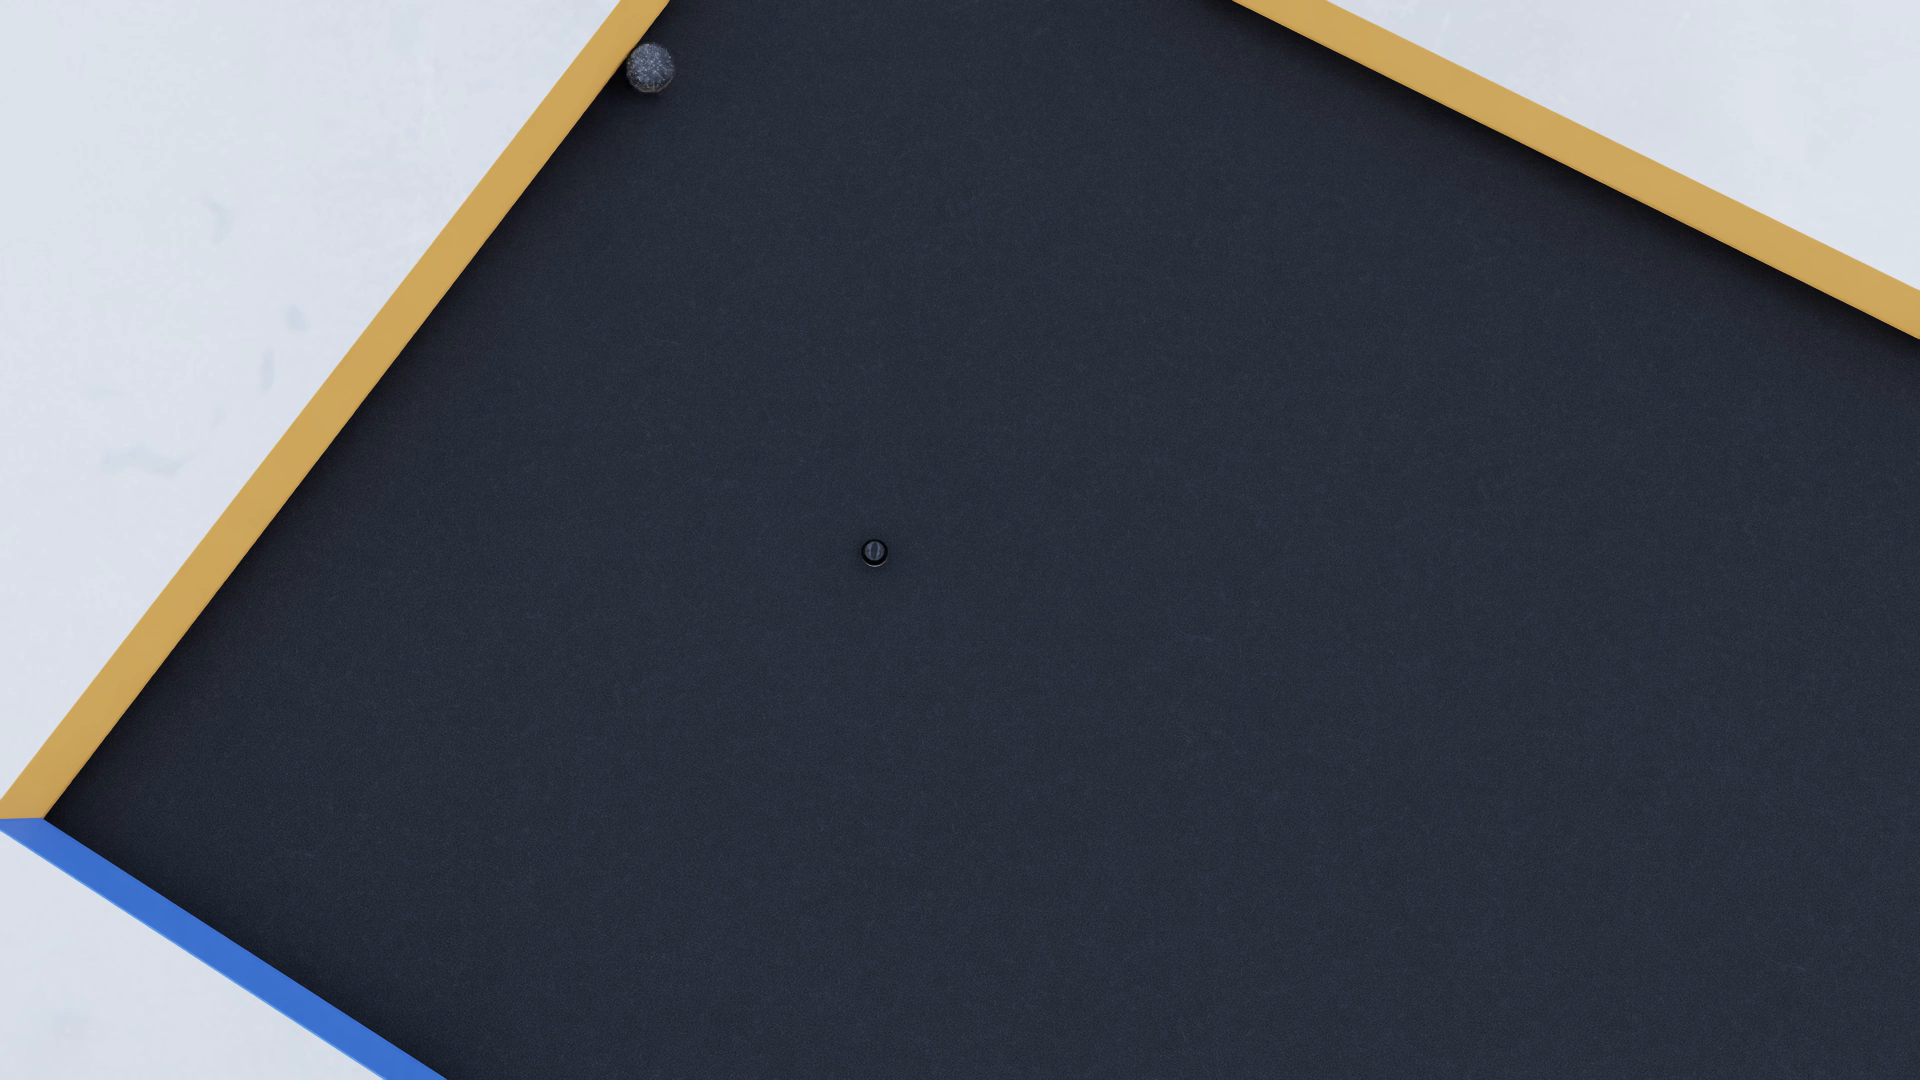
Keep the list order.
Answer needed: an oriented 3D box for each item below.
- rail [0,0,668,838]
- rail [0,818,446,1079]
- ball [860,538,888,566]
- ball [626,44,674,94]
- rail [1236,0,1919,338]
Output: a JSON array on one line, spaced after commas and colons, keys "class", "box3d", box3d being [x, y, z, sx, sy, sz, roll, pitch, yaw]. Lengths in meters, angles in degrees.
[{"class": "rail", "box3d": [-0.827, -0.471, 3.627, 0.045, 0.107, 2.282, 29, 72, 11]}, {"class": "rail", "box3d": [0.273, 1.360, 2.921, 3.952, 0.107, 0.045, 29, 72, 11]}, {"class": "ball", "box3d": [-0.135, 0.020, 3.473, 0.044, 0.044, 0.044, 0, 69, 0]}, {"class": "ball", "box3d": [-0.532, -0.808, 3.772, 0.082, 0.082, 0.082, 0, 69, 0]}, {"class": "rail", "box3d": [1.422, -0.429, 3.611, 3.952, 0.107, 0.045, 29, 72, 11]}]
